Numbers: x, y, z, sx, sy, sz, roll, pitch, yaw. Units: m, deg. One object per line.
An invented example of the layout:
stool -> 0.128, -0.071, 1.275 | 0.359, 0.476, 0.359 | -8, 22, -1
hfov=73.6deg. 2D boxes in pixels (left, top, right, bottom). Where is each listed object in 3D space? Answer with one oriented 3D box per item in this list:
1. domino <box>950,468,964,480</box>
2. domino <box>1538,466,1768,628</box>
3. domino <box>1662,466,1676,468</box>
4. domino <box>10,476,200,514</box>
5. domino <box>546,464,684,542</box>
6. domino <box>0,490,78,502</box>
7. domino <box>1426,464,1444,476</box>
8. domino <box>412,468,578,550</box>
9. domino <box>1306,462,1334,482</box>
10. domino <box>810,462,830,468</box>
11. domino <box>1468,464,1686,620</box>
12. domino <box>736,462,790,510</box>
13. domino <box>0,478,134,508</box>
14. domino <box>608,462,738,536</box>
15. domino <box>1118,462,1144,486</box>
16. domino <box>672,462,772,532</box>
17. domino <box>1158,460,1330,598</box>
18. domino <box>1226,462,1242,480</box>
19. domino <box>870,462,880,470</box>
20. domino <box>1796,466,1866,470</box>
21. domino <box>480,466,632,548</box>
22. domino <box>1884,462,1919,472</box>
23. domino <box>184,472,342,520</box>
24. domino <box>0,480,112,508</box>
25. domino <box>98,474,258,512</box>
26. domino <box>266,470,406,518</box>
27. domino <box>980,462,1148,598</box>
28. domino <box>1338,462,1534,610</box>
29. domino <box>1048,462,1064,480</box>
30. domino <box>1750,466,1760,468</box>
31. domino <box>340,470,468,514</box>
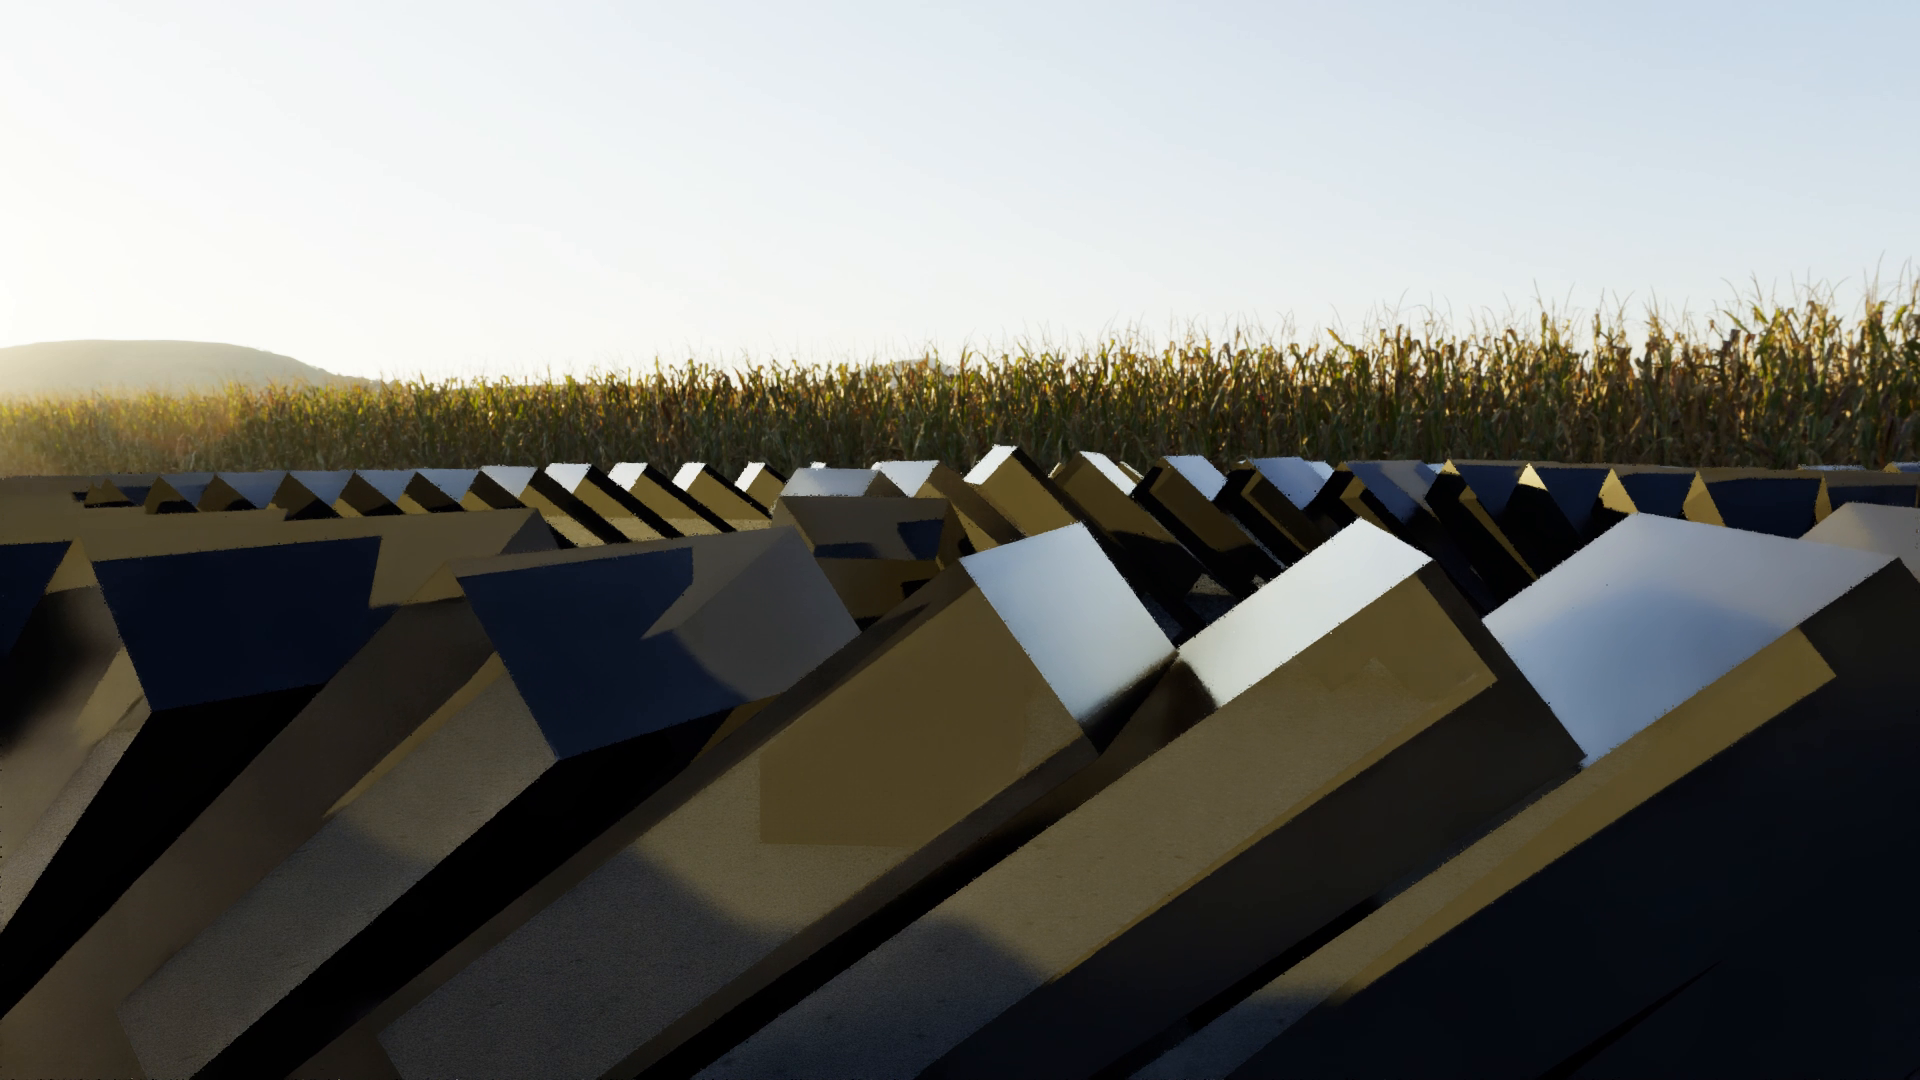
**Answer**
domino -> 0.012, -0.003, 0.362 | 0.050, 0.010, 0.025 | 36, 0, -7
domino -> 0.171, 0.000, 0.318 | 0.025, 0.010, 0.050 | -4, 42, -44
domino -> 0.184, 0.001, 0.306 | 0.025, 0.010, 0.050 | -4, 41, -40
domino -> -0.125, 0.008, 0.205 | 0.025, 0.010, 0.050 | 0, -33, 11
domino -> -0.079, 0.000, 0.315 | 0.025, 0.010, 0.050 | 5, -30, 51
domino -> -0.113, 0.012, 0.154 | 0.025, 0.010, 0.050 | -1, -32, -14
domino -> 0.144, -0.001, 0.338 | 0.050, 0.009, 0.025 | 45, 29, 27
domino -> -0.098, 0.002, 0.286 | 0.025, 0.009, 0.050 | 3, -31, 36
domino -> 0.114, -0.003, 0.355 | 0.050, 0.009, 0.025 | 42, 23, 22
domino -> -0.021, -0.003, 0.353 | 0.050, 0.009, 0.025 | 36, -5, -13
domino -> 0.157, -0.001, 0.328 | 0.025, 0.009, 0.050 | -5, 42, -48
domino -> -0.037, -0.002, 0.346 | 0.050, 0.009, 0.025 | 37, -8, -17
domino -> -0.124, 0.009, 0.188 | 0.025, 0.010, 0.050 | 0, -33, 3
domino -> -0.066, -0.001, 0.327 | 0.050, 0.010, 0.025 | 40, -17, -27
domino -> 0.063, -0.004, 0.367 | 0.050, 0.009, 0.025 | 37, 9, 5
domino -> -0.052, -0.002, 0.338 | 0.050, 0.010, 0.025 | 38, -11, -21
domino -> 0.081, -0.004, 0.366 | 0.050, 0.009, 0.025 | 39, 15, 13
domino -> 0.098, -0.003, 0.362 | 0.050, 0.010, 0.025 | 41, 19, 18
domino -> -0.005, -0.003, 0.358 | 0.050, 0.010, 0.025 | 36, -3, -11
domino -> 0.207, 0.003, 0.280 | 0.025, 0.009, 0.050 | -2, 42, -28
domino -> -0.089, 0.001, 0.301 | 0.025, 0.009, 0.050 | 4, -31, 42
domino -> 0.217, 0.003, 0.266 | 0.025, 0.010, 0.050 | -2, 43, -22
domino -> -0.119, 0.006, 0.239 | 0.025, 0.010, 0.050 | 1, -32, 22
domino -> -0.119, 0.011, 0.171 | 0.025, 0.010, 0.050 | -1, -33, -7
domino -> -0.123, 0.007, 0.223 | 0.025, 0.010, 0.050 | 1, -32, 19
domino -> -0.113, 0.005, 0.255 | 0.025, 0.009, 0.050 | 2, -32, 27
domino -> 0.029, -0.003, 0.365 | 0.050, 0.010, 0.025 | 36, 3, -3
domino -> 0.129, -0.002, 0.347 | 0.050, 0.010, 0.025 | 43, 26, 24
domino -> 0.046, -0.003, 0.366 | 0.050, 0.009, 0.025 | 36, 6, 0
domino -> 0.195, 0.002, 0.293 | 0.025, 0.009, 0.050 | -3, 41, -36
domino -> -0.107, 0.004, 0.271 | 0.025, 0.010, 0.050 | 3, -31, 32
